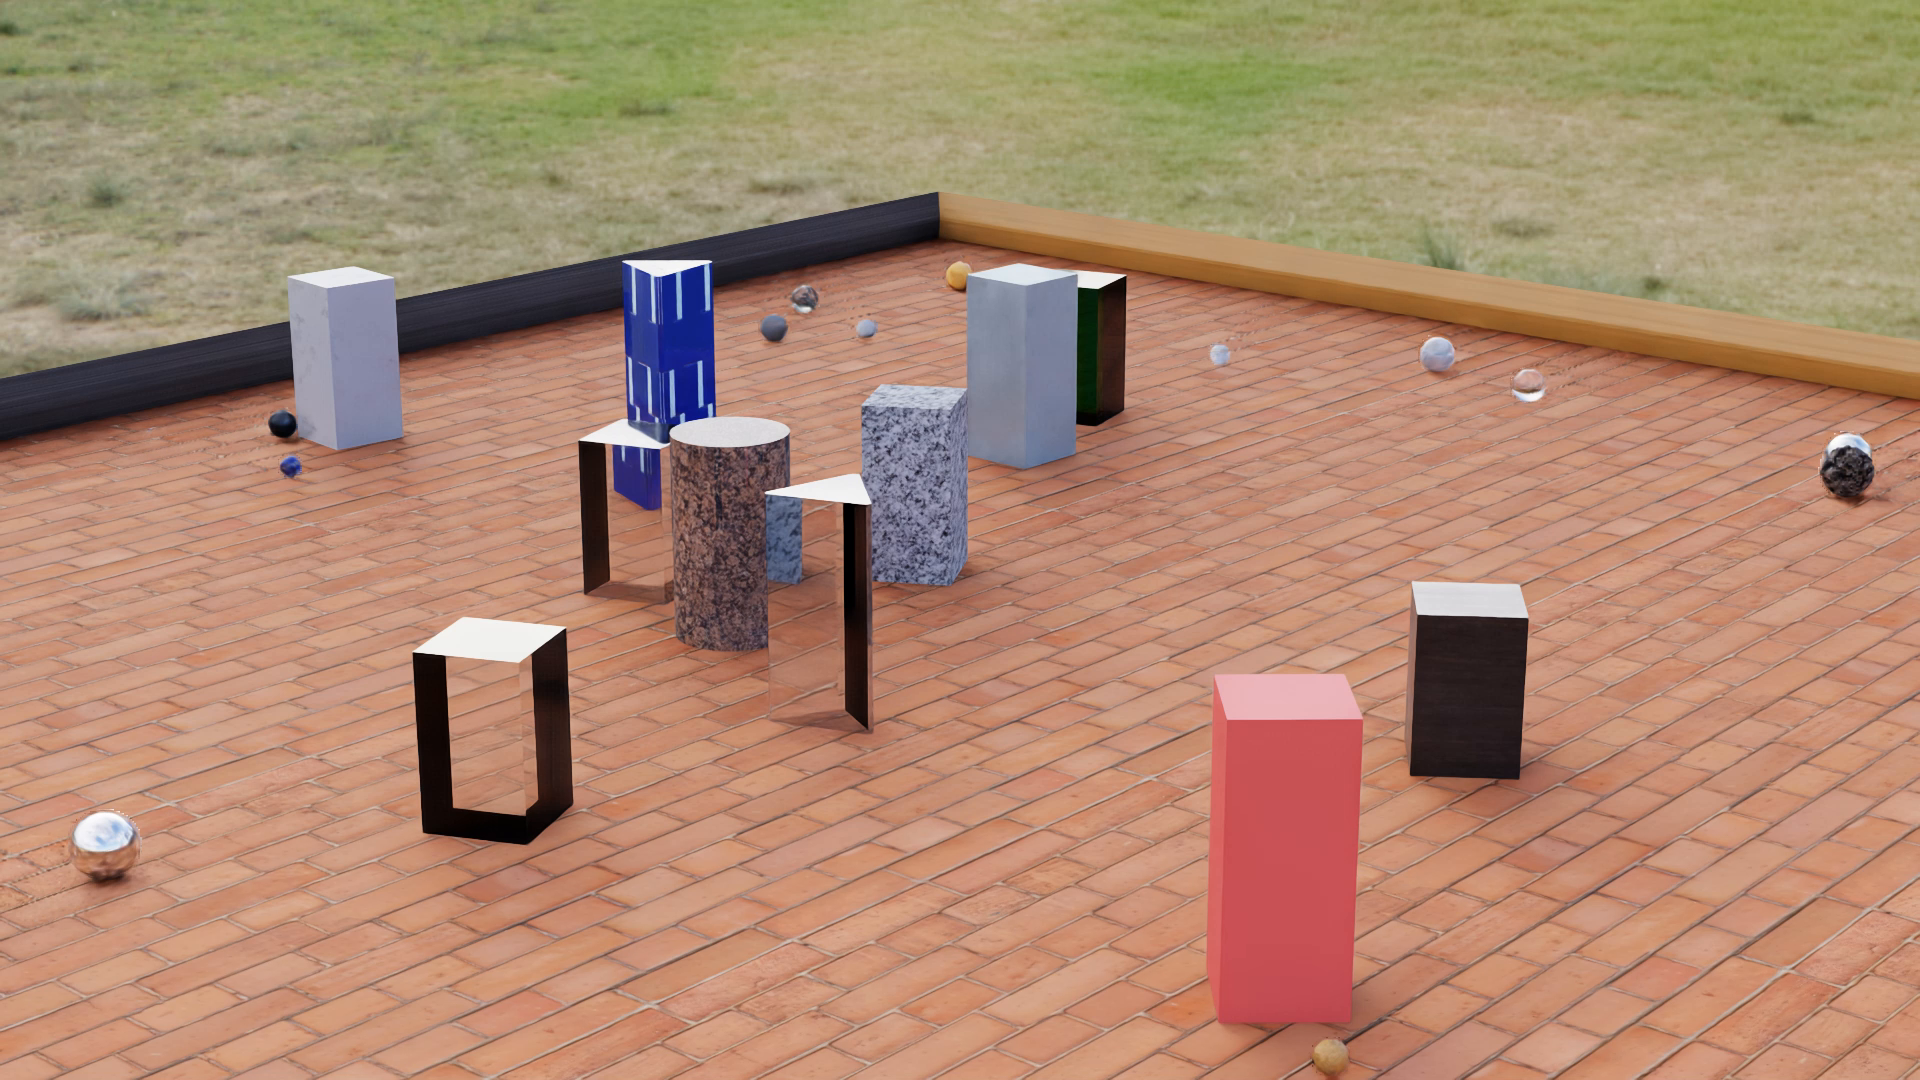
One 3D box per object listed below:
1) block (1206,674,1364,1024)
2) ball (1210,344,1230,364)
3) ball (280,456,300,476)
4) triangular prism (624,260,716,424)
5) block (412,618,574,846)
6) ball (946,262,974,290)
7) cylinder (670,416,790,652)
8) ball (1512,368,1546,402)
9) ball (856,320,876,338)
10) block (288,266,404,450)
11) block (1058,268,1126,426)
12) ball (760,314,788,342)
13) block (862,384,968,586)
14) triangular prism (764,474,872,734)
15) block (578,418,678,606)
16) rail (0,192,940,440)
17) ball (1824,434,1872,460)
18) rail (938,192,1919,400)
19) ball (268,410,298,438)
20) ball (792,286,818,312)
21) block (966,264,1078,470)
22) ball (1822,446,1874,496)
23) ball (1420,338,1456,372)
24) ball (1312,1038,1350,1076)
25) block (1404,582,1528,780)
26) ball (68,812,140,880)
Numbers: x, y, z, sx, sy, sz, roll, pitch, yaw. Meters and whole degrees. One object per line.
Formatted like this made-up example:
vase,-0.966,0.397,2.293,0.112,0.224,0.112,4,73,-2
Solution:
block,0.389,0.372,3.547,0.159,0.388,0.159,0,17,-1
ball,0.603,-0.430,6.800,0.047,0.047,0.047,0,17,0
ball,-1.341,-0.148,5.873,0.041,0.041,0.041,0,17,0
triangular prism,-0.592,-0.319,5.742,0.149,0.446,0.172,10,19,29
block,-0.652,0.266,4.109,0.159,0.267,0.159,5,17,16
ball,-0.001,-0.686,7.609,0.071,0.071,0.071,0,17,0
cylinder,-0.380,-0.012,4.888,0.199,0.349,0.199,0,17,0
ball,1.252,-0.340,6.453,0.074,0.074,0.074,0,17,0
ball,-0.226,-0.509,7.065,0.046,0.046,0.046,0,17,0
block,-1.284,-0.382,6.129,0.159,0.342,0.159,-15,22,-40
block,0.253,-0.416,6.316,0.159,0.300,0.159,8,18,24
ball,-0.446,-0.509,7.029,0.066,0.066,0.066,0,17,0
block,-0.079,-0.099,5.228,0.159,0.321,0.159,3,17,11
triangular prism,-0.188,0.092,4.515,0.172,0.365,0.149,6,18,20
block,-0.554,-0.050,5.135,0.159,0.281,0.159,7,18,21
rail,-1.651,-0.381,6.493,0.045,0.129,4.906,14,22,39
ball,1.768,-0.165,5.839,0.094,0.094,0.094,0,17,0
rail,1.593,-0.497,6.876,4.422,0.129,0.045,14,22,39
ball,-1.422,-0.243,6.157,0.059,0.059,0.059,0,17,0
ball,-0.388,-0.602,7.336,0.068,0.068,0.068,0,17,0
block,0.126,-0.356,5.983,0.159,0.378,0.159,15,22,40
ball,1.734,-0.134,5.727,0.099,0.099,0.099,0,17,0
ball,1.096,-0.426,6.729,0.080,0.080,0.080,0,17,0
ball,0.430,0.598,3.395,0.042,0.042,0.042,0,17,0
block,0.747,0.206,4.338,0.159,0.249,0.159,2,17,5
ball,-1.148,0.410,3.933,0.092,0.092,0.092,0,17,0
